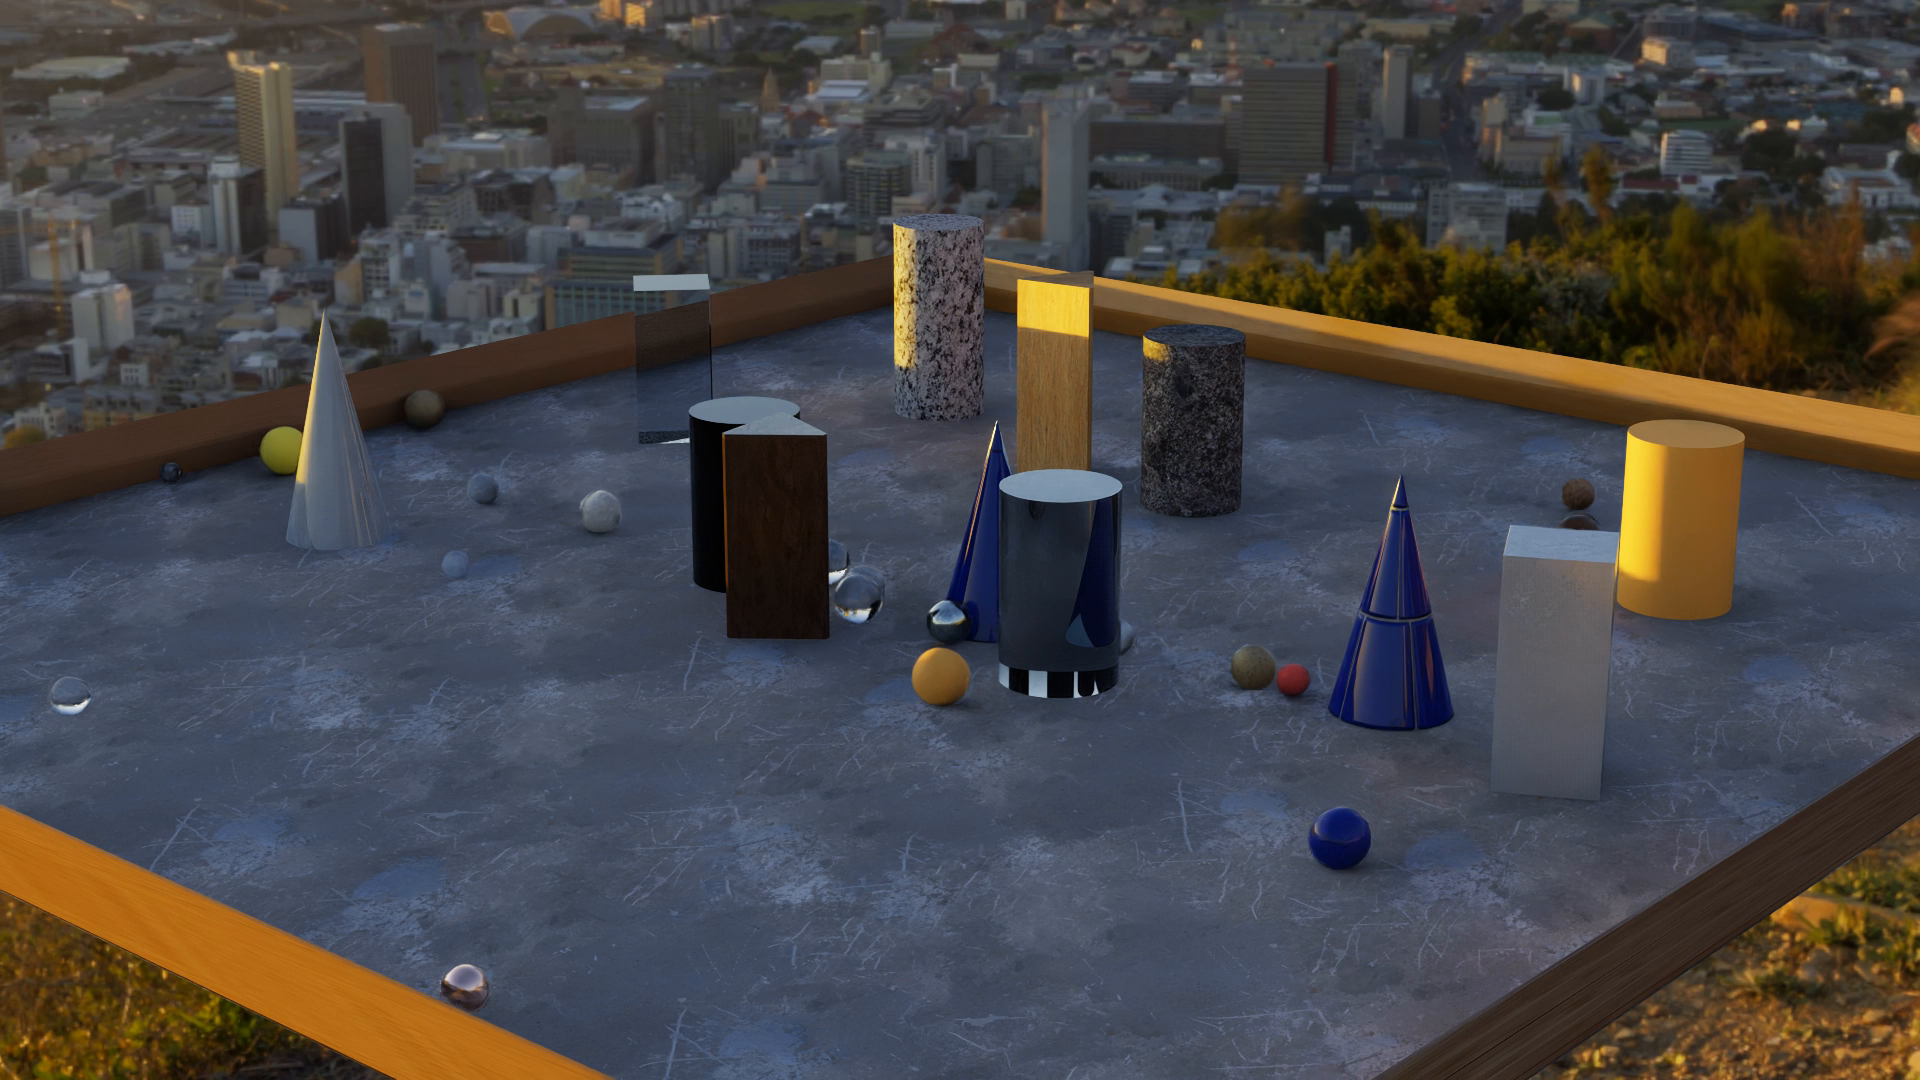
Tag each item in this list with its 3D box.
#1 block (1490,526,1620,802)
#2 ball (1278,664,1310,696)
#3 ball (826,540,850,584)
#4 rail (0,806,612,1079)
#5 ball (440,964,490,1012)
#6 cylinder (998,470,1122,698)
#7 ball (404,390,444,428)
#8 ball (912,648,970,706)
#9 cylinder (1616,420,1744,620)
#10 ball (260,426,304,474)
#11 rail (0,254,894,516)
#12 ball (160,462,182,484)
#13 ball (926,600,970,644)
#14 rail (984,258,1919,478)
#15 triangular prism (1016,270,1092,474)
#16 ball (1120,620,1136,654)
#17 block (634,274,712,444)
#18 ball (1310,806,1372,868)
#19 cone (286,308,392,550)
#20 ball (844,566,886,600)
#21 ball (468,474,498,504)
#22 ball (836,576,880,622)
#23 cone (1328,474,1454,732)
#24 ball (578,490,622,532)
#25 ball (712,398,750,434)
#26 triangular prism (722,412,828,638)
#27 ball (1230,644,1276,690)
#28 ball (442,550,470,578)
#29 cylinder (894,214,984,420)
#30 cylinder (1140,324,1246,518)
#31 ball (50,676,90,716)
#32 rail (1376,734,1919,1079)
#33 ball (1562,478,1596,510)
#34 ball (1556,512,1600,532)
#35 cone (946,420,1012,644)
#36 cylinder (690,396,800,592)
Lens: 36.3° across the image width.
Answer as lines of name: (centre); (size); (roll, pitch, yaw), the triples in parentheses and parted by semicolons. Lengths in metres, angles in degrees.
block: (0.861, 0.176, 4.244); (0.156, 0.357, 0.156); (4, 17, 14)
ball: (0.528, 0.220, 4.629); (0.051, 0.051, 0.051); (0, 17, 0)
ball: (-0.234, 0.038, 5.182); (0.080, 0.080, 0.080); (0, 17, 0)
rail: (-1.174, 0.422, 3.826); (3.395, 0.126, 0.045); (14, 22, 39)
ball: (-0.599, 0.543, 3.548); (0.058, 0.058, 0.058); (0, 17, 0)
cylinder: (0.159, 0.068, 4.667); (0.195, 0.321, 0.195); (0, 17, 0)
ball: (-1.140, -0.278, 6.229); (0.082, 0.082, 0.082); (0, 17, 0)
ball: (-0.029, 0.213, 4.583); (0.091, 0.091, 0.091); (0, 17, 0)
cylinder: (1.239, -0.037, 5.046); (0.195, 0.302, 0.195); (0, 17, 0)
ball: (-1.354, -0.179, 5.875); (0.097, 0.097, 0.097); (0, 17, 0)
rail: (-1.264, -0.285, 6.171); (0.045, 0.126, 3.629); (14, 22, 39)
ball: (-1.565, -0.133, 5.818); (0.042, 0.042, 0.042); (0, 17, 0)
ball: (-0.020, 0.136, 4.870); (0.073, 0.073, 0.073); (0, 17, 0)
rail: (1.174, -0.359, 6.415); (3.395, 0.126, 0.045); (14, 22, 39)
triangular prism: (0.223, -0.326, 5.835); (0.169, 0.401, 0.146); (10, 20, 31)
ball: (0.259, 0.160, 4.818); (0.057, 0.057, 0.057); (0, 17, 0)
block: (-0.601, -0.380, 6.146); (0.156, 0.325, 0.156); (-2, 17, -6)
ball: (0.515, 0.403, 3.968); (0.084, 0.084, 0.084); (0, 17, 0)
cone: (-1.160, -0.218, 5.417); (0.195, 0.435, 0.195); (0, 17, 0)
ball: (-0.165, 0.081, 5.051); (0.075, 0.075, 0.075); (0, 17, 0)
ball: (-0.922, -0.100, 5.675); (0.059, 0.059, 0.059); (0, 17, 0)
ball: (-0.173, 0.099, 4.971); (0.076, 0.076, 0.076); (0, 17, 0)
cone: (0.671, 0.081, 4.513); (0.195, 0.385, 0.195); (0, 17, 0)
ball: (-0.674, -0.054, 5.488); (0.079, 0.079, 0.079); (0, 17, 0)
ball: (-0.480, -0.257, 6.160); (0.080, 0.080, 0.080); (0, 17, 0)
triangular prism: (-0.302, -0.026, 4.923); (0.169, 0.352, 0.146); (0, 17, 2)
ball: (0.465, 0.201, 4.657); (0.072, 0.072, 0.072); (0, 17, 0)
ball: (-0.897, 0.042, 5.222); (0.049, 0.049, 0.049); (0, 17, 0)
cylinder: (-0.045, -0.482, 6.328); (0.195, 0.414, 0.195); (0, 17, 0)
cylinder: (0.447, -0.230, 5.634); (0.195, 0.333, 0.195); (0, 17, 0)
ball: (-1.379, 0.241, 4.542); (0.061, 0.061, 0.061); (0, 17, 0)
rail: (1.264, 0.349, 4.070); (0.045, 0.126, 3.629); (14, 22, 39)
ball: (1.189, -0.089, 5.634); (0.063, 0.063, 0.063); (0, 17, 0)
ball: (1.125, -0.009, 5.345); (0.085, 0.085, 0.085); (0, 17, 0)
cone: (0.062, -0.028, 4.920); (0.195, 0.359, 0.195); (0, 17, 0)
cylinder: (-0.378, -0.081, 5.182); (0.195, 0.308, 0.195); (0, 17, 0)
